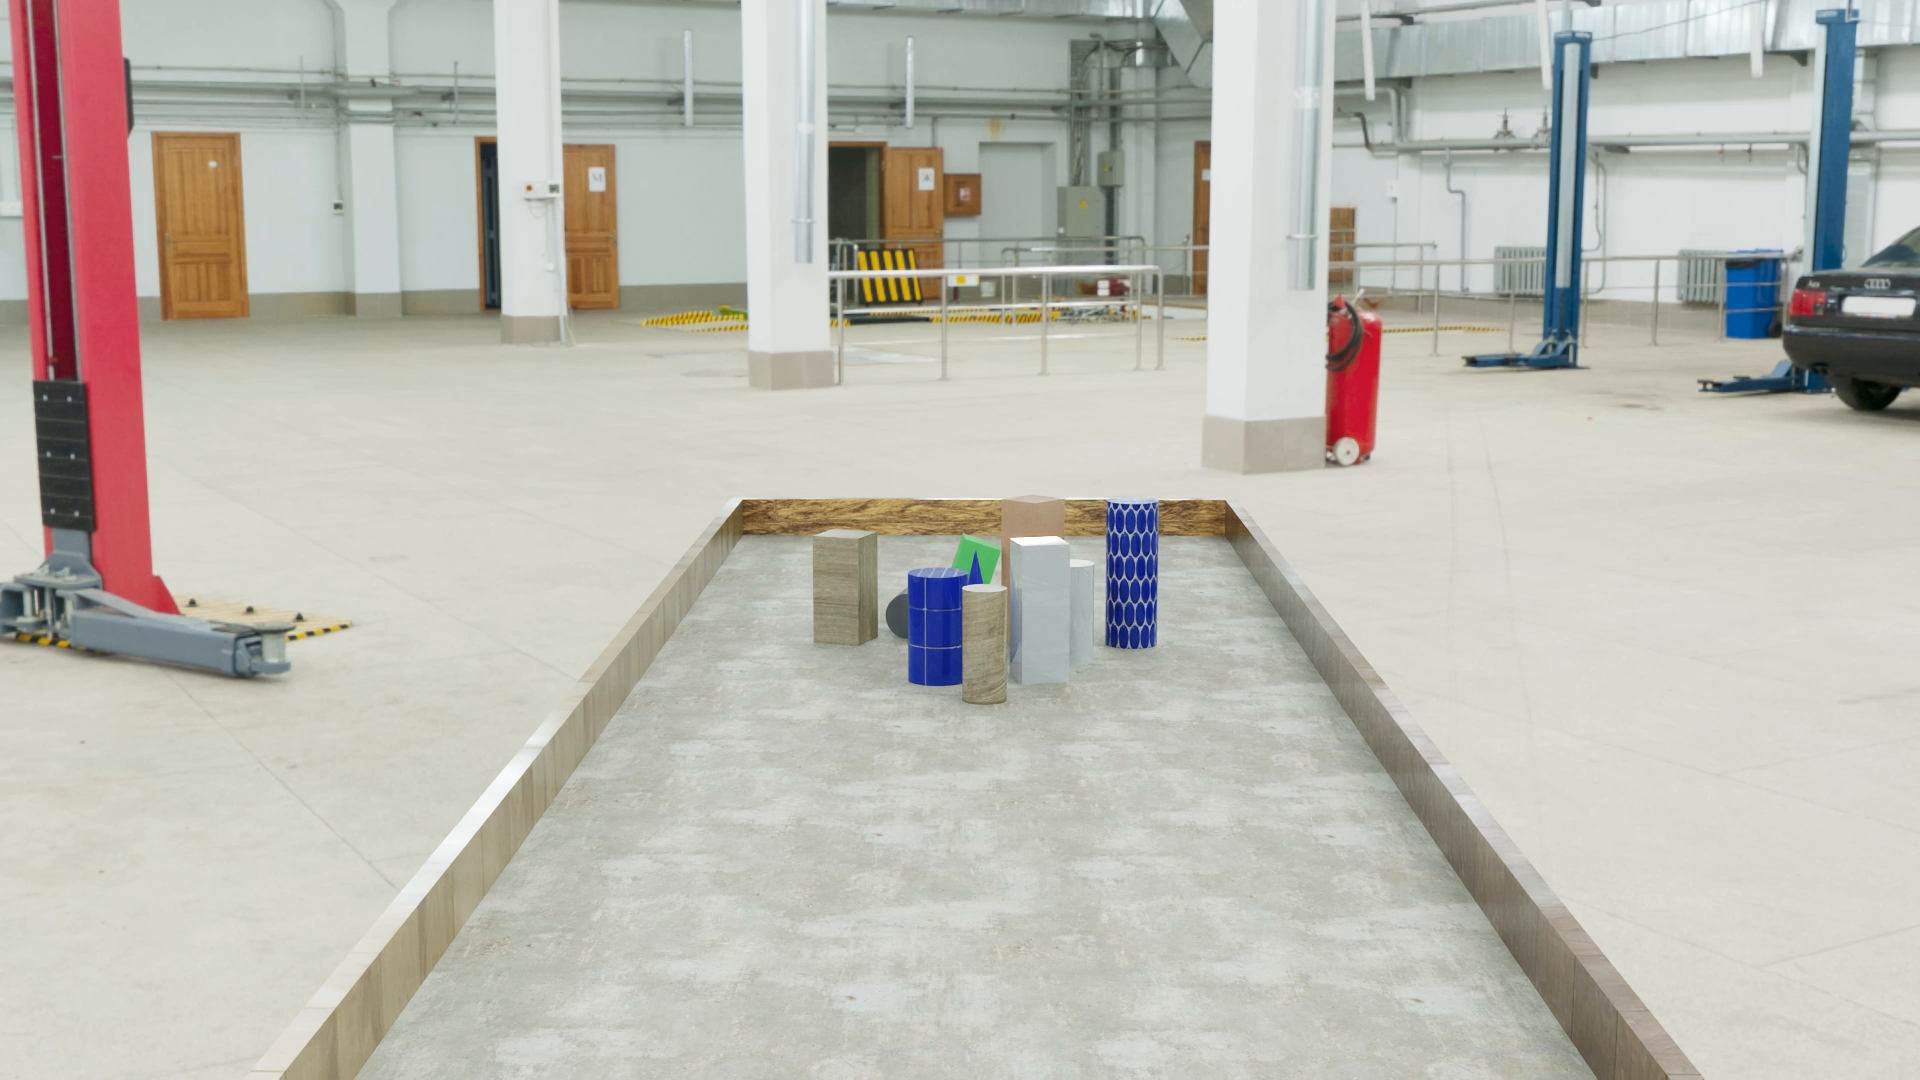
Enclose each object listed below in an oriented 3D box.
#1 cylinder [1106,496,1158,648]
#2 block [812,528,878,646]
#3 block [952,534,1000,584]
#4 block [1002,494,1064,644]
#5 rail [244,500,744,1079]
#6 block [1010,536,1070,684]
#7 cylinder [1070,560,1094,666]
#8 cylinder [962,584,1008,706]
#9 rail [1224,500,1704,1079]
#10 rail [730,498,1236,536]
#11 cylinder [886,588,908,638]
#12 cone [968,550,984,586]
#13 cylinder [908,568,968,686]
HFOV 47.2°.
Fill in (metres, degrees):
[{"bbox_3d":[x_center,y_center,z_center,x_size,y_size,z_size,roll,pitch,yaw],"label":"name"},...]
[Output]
[{"bbox_3d":[0.540,0.102,6.908,0.164,0.457,0.164,0,9,0],"label":"cylinder"},{"bbox_3d":[-0.363,0.149,6.976,0.155,0.342,0.155,3,10,21],"label":"block"},{"bbox_3d":[0.019,0.153,6.973,0.120,0.313,0.120,18,8,-6],"label":"block"},{"bbox_3d":[0.230,0.096,6.940,0.140,0.457,0.140,9,13,44],"label":"block"},{"bbox_3d":[-1.004,0.839,3.234,0.050,0.150,12.000,0,9,1],"label":"rail"},{"bbox_3d":[0.232,0.204,6.421,0.142,0.406,0.142,-2,9,-13],"label":"block"},{"bbox_3d":[0.337,0.219,6.665,0.138,0.302,0.138,0,9,0],"label":"cylinder"},{"bbox_3d":[0.069,0.292,6.150,0.126,0.319,0.126,0,9,0],"label":"cylinder"},{"bbox_3d":[1.046,0.843,3.208,0.050,0.150,12.000,0,9,1],"label":"rail"},{"bbox_3d":[0.099,-0.098,9.147,2.100,0.150,0.050,0,9,1],"label":"rail"},{"bbox_3d":[-0.126,0.210,7.220,0.147,0.147,0.432,2,9,11],"label":"cylinder"},{"bbox_3d":[0.047,0.194,6.687,0.150,0.343,0.150,0,9,0],"label":"cone"},{"bbox_3d":[-0.064,0.251,6.407,0.177,0.318,0.177,0,9,0],"label":"cylinder"}]
